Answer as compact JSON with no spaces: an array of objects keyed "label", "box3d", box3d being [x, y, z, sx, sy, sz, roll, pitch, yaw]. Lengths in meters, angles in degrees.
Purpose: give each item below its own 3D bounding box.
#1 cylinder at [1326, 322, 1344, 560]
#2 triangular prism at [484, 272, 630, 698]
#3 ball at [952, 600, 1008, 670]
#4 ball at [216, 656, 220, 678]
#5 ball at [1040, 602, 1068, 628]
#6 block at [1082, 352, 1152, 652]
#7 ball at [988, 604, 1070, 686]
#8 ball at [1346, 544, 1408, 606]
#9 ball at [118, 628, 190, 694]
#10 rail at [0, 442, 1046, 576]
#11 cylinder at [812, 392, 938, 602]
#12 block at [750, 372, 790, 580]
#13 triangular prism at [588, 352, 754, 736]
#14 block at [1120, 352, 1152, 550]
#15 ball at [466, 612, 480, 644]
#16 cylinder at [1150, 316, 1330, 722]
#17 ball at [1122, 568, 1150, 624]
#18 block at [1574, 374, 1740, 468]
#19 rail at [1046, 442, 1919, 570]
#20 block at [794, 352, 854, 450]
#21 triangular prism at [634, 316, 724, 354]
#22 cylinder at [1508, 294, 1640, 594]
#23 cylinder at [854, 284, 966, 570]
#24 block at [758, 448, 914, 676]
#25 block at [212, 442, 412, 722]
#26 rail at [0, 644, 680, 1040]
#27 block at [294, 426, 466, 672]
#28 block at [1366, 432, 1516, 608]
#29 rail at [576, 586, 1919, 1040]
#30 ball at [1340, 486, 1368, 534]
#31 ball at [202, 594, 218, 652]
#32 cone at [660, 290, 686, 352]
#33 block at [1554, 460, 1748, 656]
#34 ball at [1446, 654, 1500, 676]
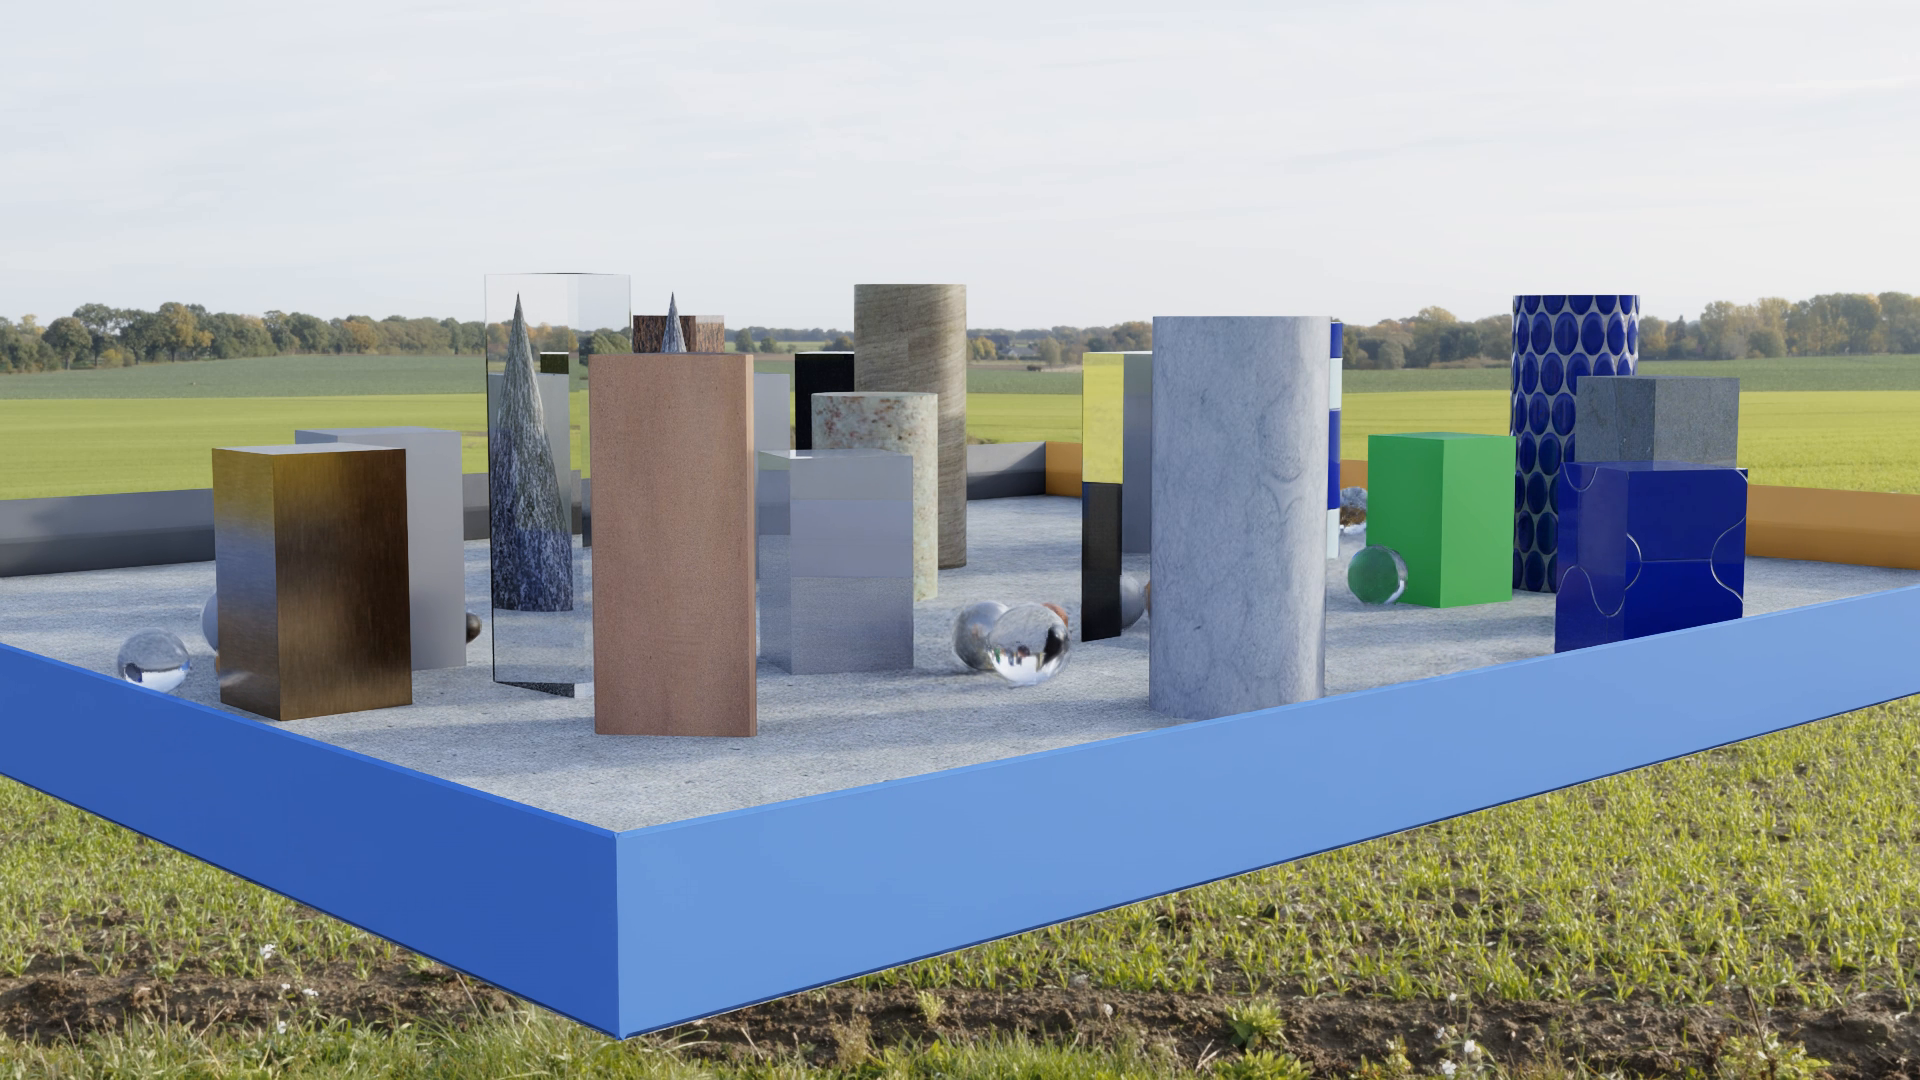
[{"label":"cylinder","box3d":[0.589,-0.181,3.973,0.196,0.421,0.196,0,6,0]},{"label":"triangular prism","box3d":[-0.448,-0.071,2.615,0.170,0.486,0.147,6,8,43]},{"label":"ball","box3d":[0.033,0.118,2.720,0.087,0.087,0.087,0,6,0]},{"label":"ball","box3d":[-0.835,0.146,2.567,0.065,0.065,0.065,0,6,0]},{"label":"ball","box3d":[0.118,0.111,2.945,0.055,0.055,0.055,0,6,0]},{"label":"block","box3d":[0.274,-0.055,2.934,0.157,0.388,0.157,6,8,44]},{"label":"ball","box3d":[0.082,0.124,2.611,0.098,0.098,0.098,0,6,0]},{"label":"ball","box3d":[0.630,0.053,3.318,0.092,0.092,0.092,0,6,0]},{"label":"ball","box3d":[-0.931,0.142,2.540,0.078,0.078,0.078,0,6,0]},{"label":"rail","box3d":[-0.889,-0.067,4.290,3.028,0.127,0.045,-5,8,-42]},{"label":"cylinder","box3d":[-0.133,-0.070,3.425,0.196,0.315,0.196,0,6,0]},{"label":"block","box3d":[-0.391,-0.109,3.689,0.157,0.339,0.157,-4,7,-33]},{"label":"triangular prism","box3d":[-0.294,-0.001,2.362,0.170,0.398,0.147,1,6,5]},{"label":"block","box3d":[0.401,-0.171,4.149,0.157,0.365,0.157,2,6,22]},{"label":"ball","box3d":[-0.664,0.117,2.946,0.042,0.042,0.042,0,6,0]},{"label":"cylinder","box3d":[0.311,-0.030,2.454,0.196,0.437,0.196,0,6,0]},{"label":"ball","box3d":[0.272,0.079,3.132,0.080,0.080,0.080,0,6,0]},{"label":"block","box3d":[0.994,-0.059,3.151,0.157,0.349,0.157,-3,7,-26]},{"label":"rail","box3d":[1.095,-0.072,4.337,0.045,0.127,2.669,-5,8,-42]},{"label":"block","box3d":[-0.224,-0.178,4.228,0.157,0.363,0.157,1,6,7]},{"label":"triangular prism","box3d":[-0.499,-0.204,4.134,0.170,0.435,0.147,5,8,42]},{"label":"cylinder","box3d":[0.981,-0.157,3.528,0.196,0.468,0.196,0,6,0]},{"label":"cylinder","box3d":[-0.086,-0.200,3.831,0.196,0.488,0.196,0,6,0]},{"label":"block","box3d":[-0.158,0.023,2.773,0.157,0.265,0.157,-2,6,-19]},{"label":"block","box3d":[-0.730,0.041,2.480,0.157,0.290,0.157,-5,8,-42]},{"label":"rail","box3d":[-1.095,0.138,2.327,0.045,0.127,2.669,-5,8,-42]},{"label":"block","box3d":[-0.728,0.010,2.764,0.157,0.294,0.157,-4,7,-35]},{"label":"block","box3d":[0.739,-0.035,3.386,0.157,0.253,0.157,-4,7,-34]},{"label":"rail","box3d":[0.889,0.133,2.374,3.028,0.127,0.045,-5,8,-42]},{"label":"ball","box3d":[0.781,-0.058,4.362,0.096,0.096,0.096,0,6,0]},{"label":"ball","box3d":[-0.918,0.104,2.808,0.097,0.097,0.097,0,6,0]},{"label":"cone","box3d":[-0.436,-0.145,3.366,0.196,0.476,0.196,0,6,0]},{"label":"block","box3d":[0.831,0.039,2.654,0.157,0.258,0.157,-2,6,-14]},{"label":"ball","box3d":[0.563,0.160,2.395,0.071,0.071,0.071,0,6,0]}]
